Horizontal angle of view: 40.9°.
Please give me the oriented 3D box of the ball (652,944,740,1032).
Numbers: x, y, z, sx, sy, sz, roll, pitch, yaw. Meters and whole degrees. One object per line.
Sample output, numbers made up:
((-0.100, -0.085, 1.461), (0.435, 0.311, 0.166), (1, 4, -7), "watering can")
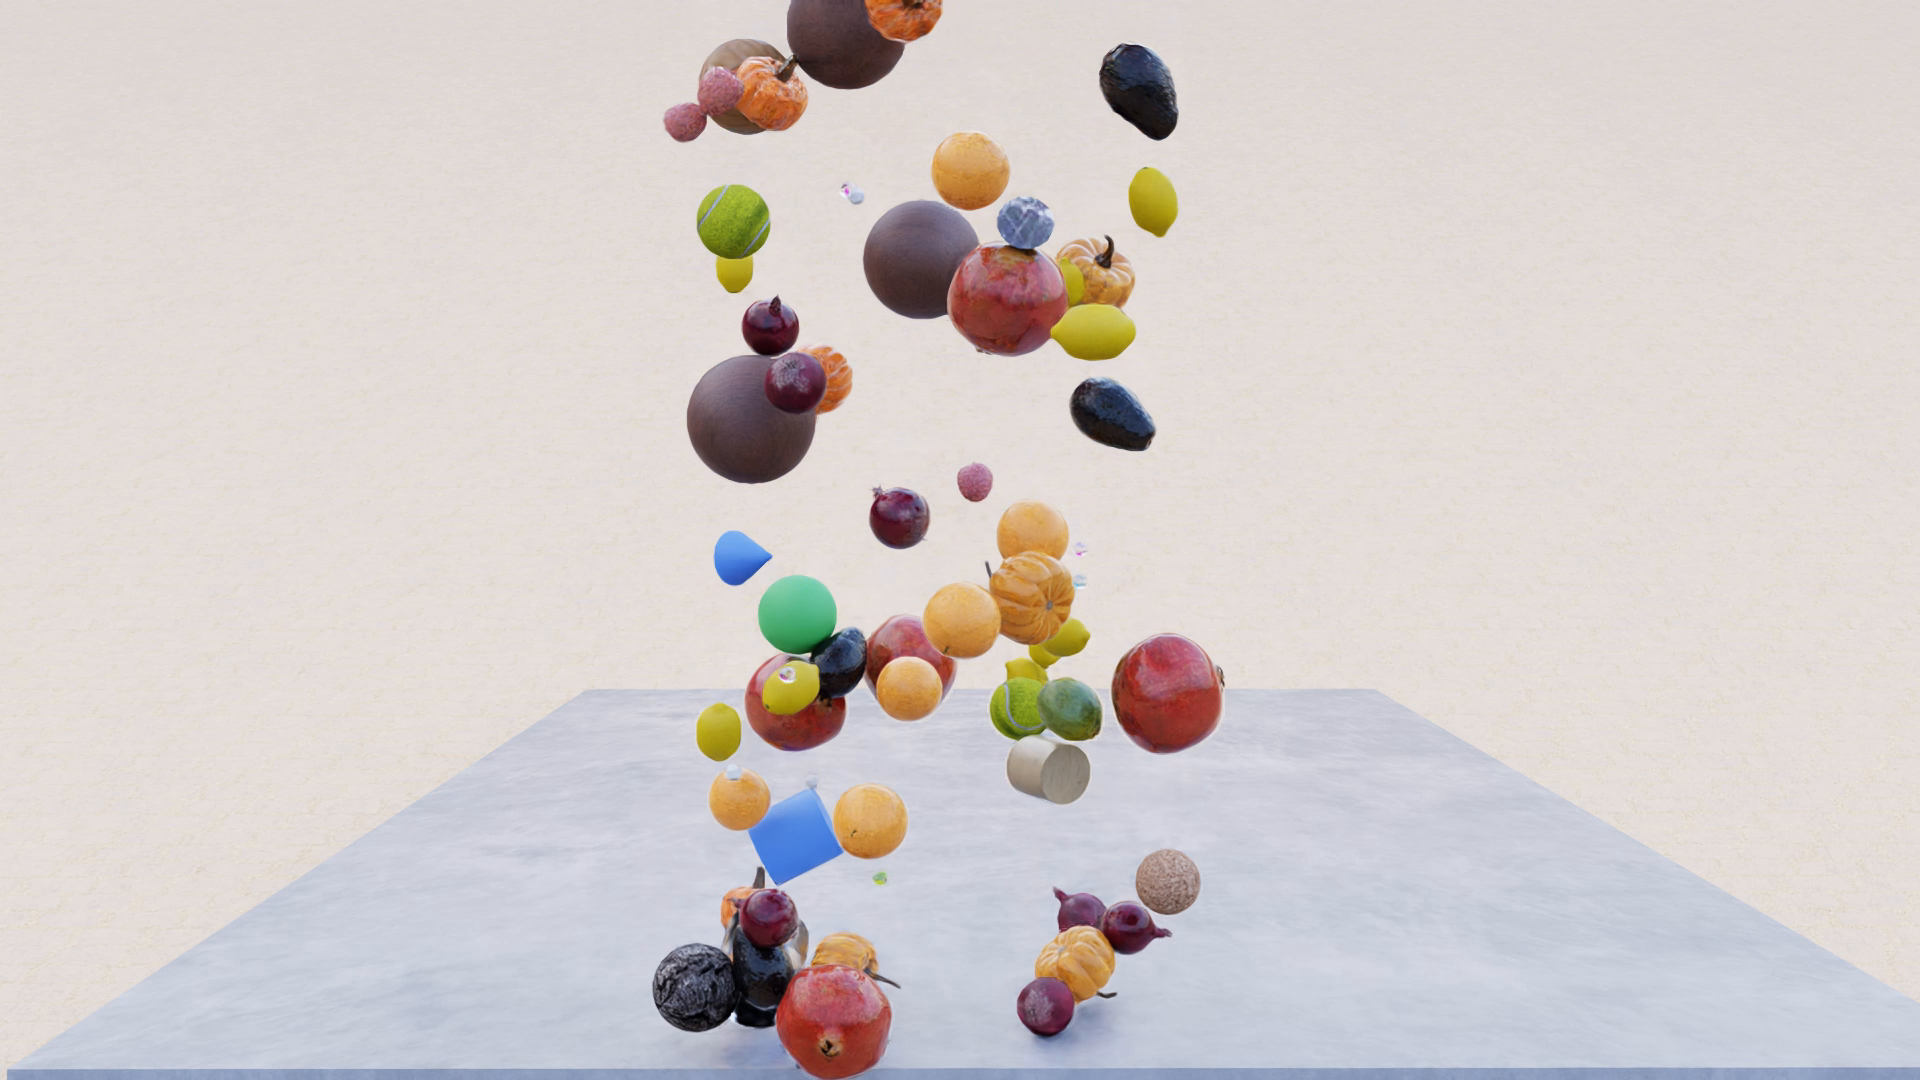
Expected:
((-0.268, 0.455, 2.619), (0.089, 0.089, 0.089), (0, 24, 0), "ball")

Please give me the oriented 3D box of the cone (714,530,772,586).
((-0.208, 0.017, 2.604), (0.057, 0.057, 0.057), (-3, 17, 41), "cone")

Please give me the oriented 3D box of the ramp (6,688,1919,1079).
((0.055, 0.500, 4.546), (2.000, 0.100, 4.000), (0, 2, 0), "ramp")

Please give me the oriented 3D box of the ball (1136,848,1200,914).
((0.221, 0.363, 2.738), (0.069, 0.069, 0.069), (0, 24, 0), "ball")

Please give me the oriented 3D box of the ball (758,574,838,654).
((-0.181, 0.083, 2.865), (0.089, 0.089, 0.089), (0, 24, 0), "ball")

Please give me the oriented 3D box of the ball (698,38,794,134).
((-0.223, -0.473, 2.685), (0.100, 0.100, 0.100), (0, 24, 0), "ball")

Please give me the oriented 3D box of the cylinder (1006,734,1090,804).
((0.088, 0.229, 2.571), (0.060, 0.060, 0.060), (-15, 14, -31), "cylinder")

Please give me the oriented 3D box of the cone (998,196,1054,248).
((0.061, -0.290, 2.449), (0.054, 0.054, 0.054), (-2, -18, -4), "cone")

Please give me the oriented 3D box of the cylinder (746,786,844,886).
((-0.195, 0.349, 3.038), (0.087, 0.087, 0.087), (-27, 27, -1), "cylinder")
